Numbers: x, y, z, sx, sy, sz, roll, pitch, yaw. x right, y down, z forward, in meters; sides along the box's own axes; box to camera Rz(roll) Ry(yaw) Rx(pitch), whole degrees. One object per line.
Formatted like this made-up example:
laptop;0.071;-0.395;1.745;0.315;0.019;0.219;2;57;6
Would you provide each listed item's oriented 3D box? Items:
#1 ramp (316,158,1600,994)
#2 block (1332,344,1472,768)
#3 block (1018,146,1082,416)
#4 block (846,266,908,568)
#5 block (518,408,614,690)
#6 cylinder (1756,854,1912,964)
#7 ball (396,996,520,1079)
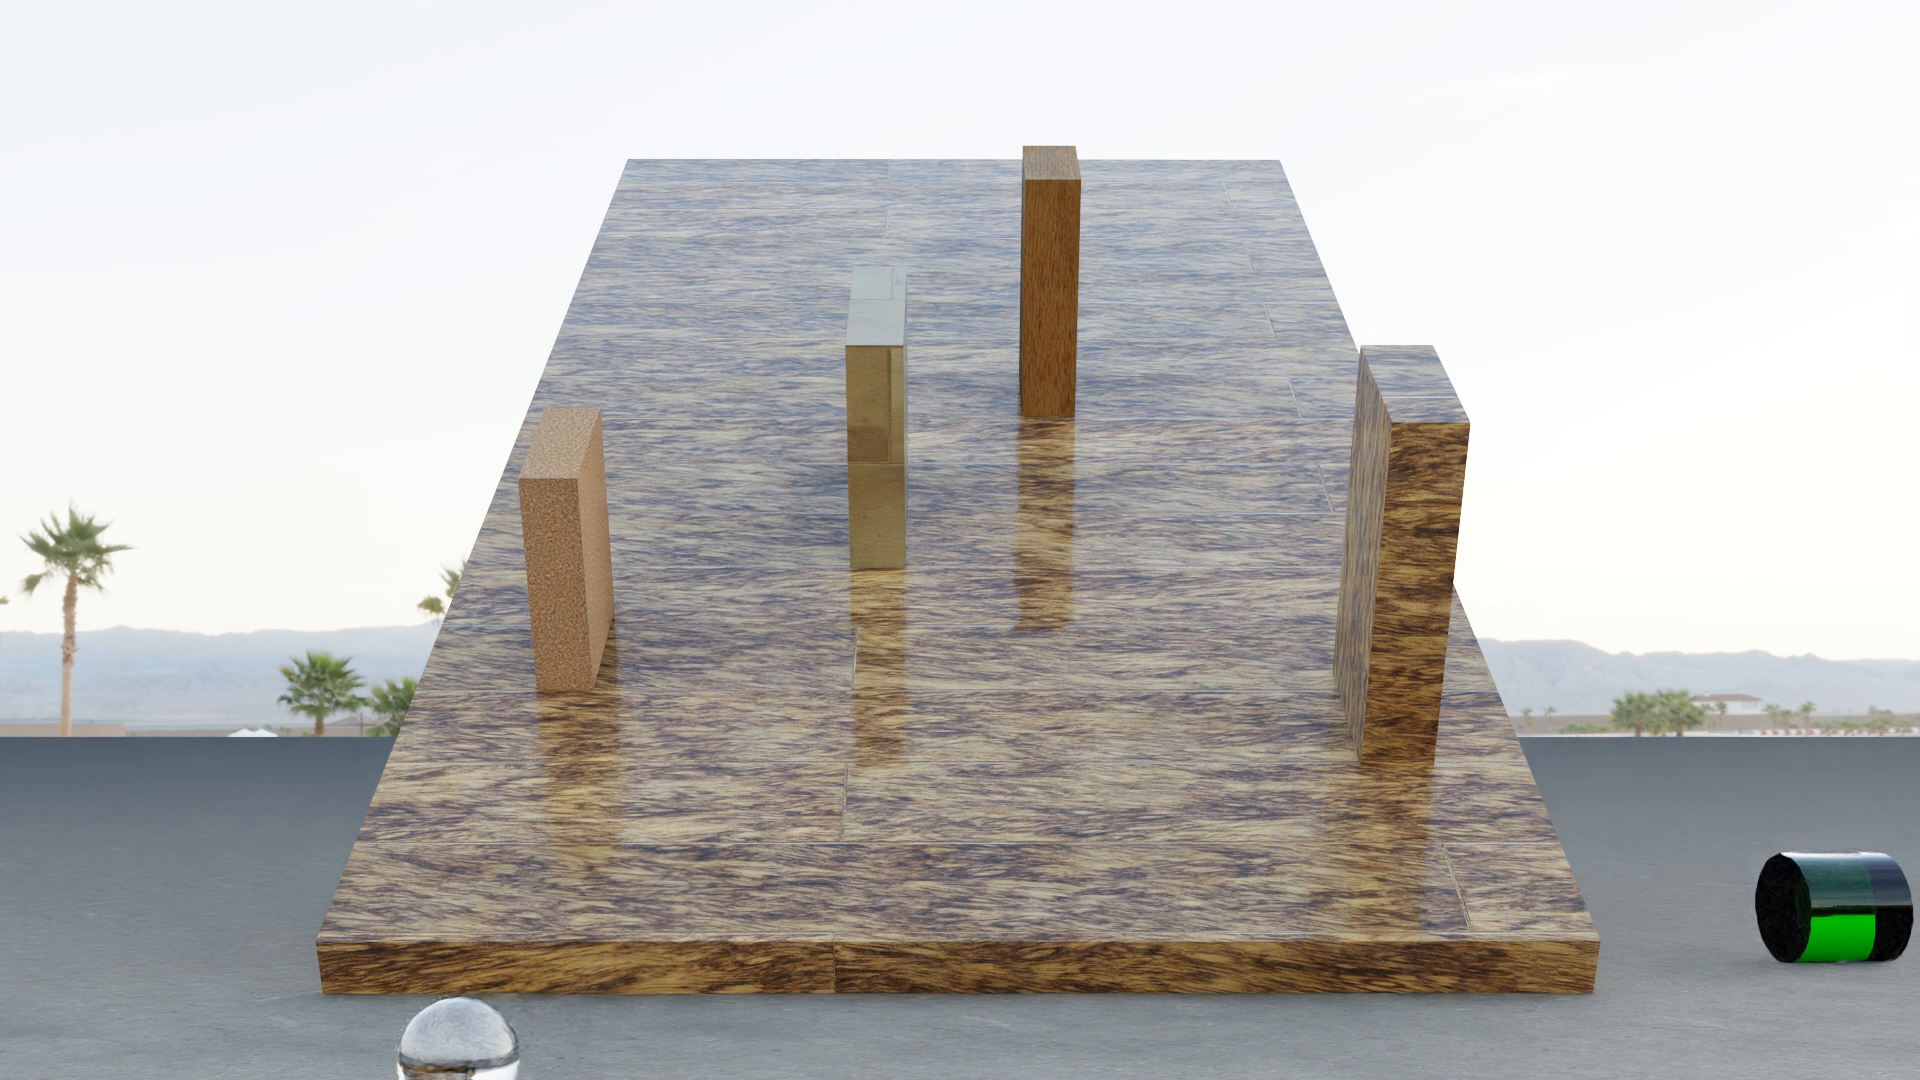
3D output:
ramp;-0.010;-0.227;5.491;2.000;0.100;4.000;0;27;0
block;0.764;0.029;4.138;0.128;0.660;0.337;0;27;0
block;0.206;-0.600;5.485;0.124;0.573;0.254;0;27;0
block;-0.168;-0.260;4.903;0.112;0.486;0.445;0;27;0
block;-0.730;0.014;4.415;0.104;0.431;0.312;0;27;0
cylinder;1.564;0.659;4.238;0.193;0.193;0.193;1;-5;-10
ball;-0.535;0.553;2.525;0.128;0.128;0.128;0;-5;0
